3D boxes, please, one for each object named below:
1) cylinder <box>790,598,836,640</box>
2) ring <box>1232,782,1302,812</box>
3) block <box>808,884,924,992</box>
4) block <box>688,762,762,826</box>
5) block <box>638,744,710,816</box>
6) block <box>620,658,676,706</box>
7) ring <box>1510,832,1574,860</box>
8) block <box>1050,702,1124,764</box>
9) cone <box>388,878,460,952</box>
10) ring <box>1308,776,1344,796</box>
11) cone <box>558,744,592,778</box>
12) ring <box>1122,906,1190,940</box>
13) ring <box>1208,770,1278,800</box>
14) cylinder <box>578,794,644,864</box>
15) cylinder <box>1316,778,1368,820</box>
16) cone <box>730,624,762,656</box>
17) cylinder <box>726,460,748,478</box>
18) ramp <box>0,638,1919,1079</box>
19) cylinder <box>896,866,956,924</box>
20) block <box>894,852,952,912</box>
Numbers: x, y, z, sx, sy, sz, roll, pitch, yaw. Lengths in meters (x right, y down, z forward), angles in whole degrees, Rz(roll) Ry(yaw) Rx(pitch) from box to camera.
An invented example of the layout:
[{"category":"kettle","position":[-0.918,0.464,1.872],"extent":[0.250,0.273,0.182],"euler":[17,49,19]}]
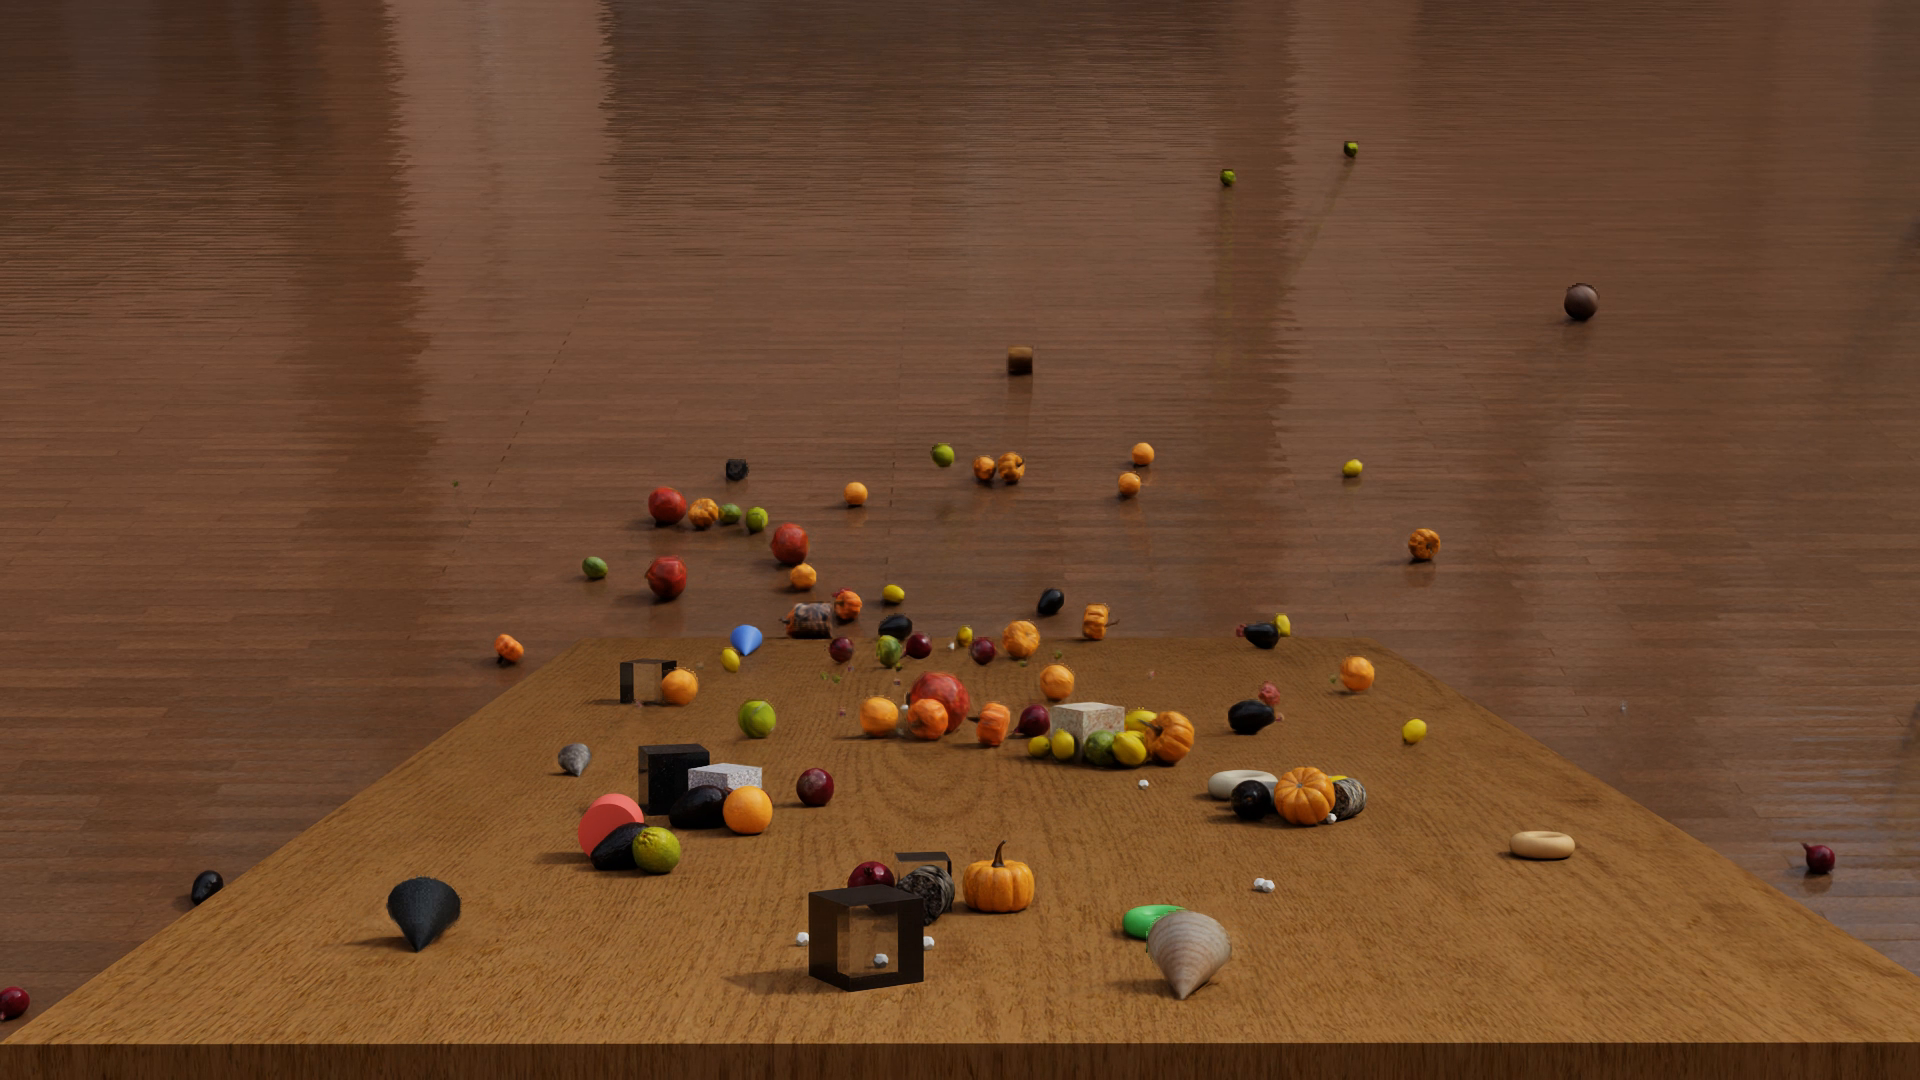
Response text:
[{"category":"cylinder","position":[-0.371,0.204,6.517],"extent":[0.090,0.090,0.090],"euler":[20,22,5]},{"category":"ring","position":[0.468,0.393,3.919],"extent":[0.107,0.036,0.107],"euler":[-1,5,0]},{"category":"block","position":[-0.103,0.434,2.806],"extent":[0.092,0.092,0.092],"euler":[-2,4,-31]},{"category":"block","position":[-0.349,0.378,3.822],"extent":[0.077,0.077,0.077],"euler":[3,4,36]},{"category":"block","position":[-0.436,0.364,3.912],"extent":[0.093,0.093,0.093],"euler":[-1,4,-16]},{"category":"block","position":[-0.634,0.288,5.223],"extent":[0.083,0.083,0.083],"euler":[2,4,26]},{"category":"ring","position":[0.800,0.420,3.531],"extent":[0.089,0.030,0.089],"euler":[0,2,0]},{"category":"block","position":[0.221,0.333,4.438],"extent":[0.091,0.091,0.091],"euler":[-3,4,-35]},{"category":"cone","position":[-0.624,0.451,2.971],"extent":[0.085,0.085,0.085],"euler":[-2,30,-5]},{"category":"ring","position":[0.587,0.390,4.049],"extent":[0.077,0.026,0.077],"euler":[0,5,0]},{"category":"cone","position":[-0.636,0.377,4.258],"extent":[0.057,0.057,0.057],"euler":[-5,31,-14]},{"category":"ring","position":[0.235,0.452,3.031],"extent":[0.087,0.029,0.087],"euler":[-1,4,0]},{"category":"ring","position":[0.444,0.385,4.027],"extent":[0.112,0.037,0.112],"euler":[-1,4,0]},{"category":"cylinder","position":[-0.478,0.395,3.520],"extent":[0.082,0.082,0.082],"euler":[-1,4,-2]},{"category":"cylinder","position":[0.570,0.387,3.835],"extent":[0.057,0.057,0.057],"euler":[15,11,35]},{"category":"cone","position":[-0.511,0.256,6.124],"extent":[0.078,0.078,0.078],"euler":[-1,30,-2]},{"category":"cylinder","position":[-0.699,-0.219,8.016],"extent":[0.053,0.053,0.053],"euler":[4,20,17]},{"category":"ramp","position":[0.047,0.422,4.534],"extent":[2.000,0.100,4.000],"euler":[0,4,0]},{"category":"cylinder","position":[-0.044,0.430,3.111],"extent":[0.062,0.062,0.062],"euler":[5,5,14]},{"category":"block","position":[-0.046,0.424,3.183],"extent":[0.064,0.064,0.064],"euler":[-1,4,-7]}]
